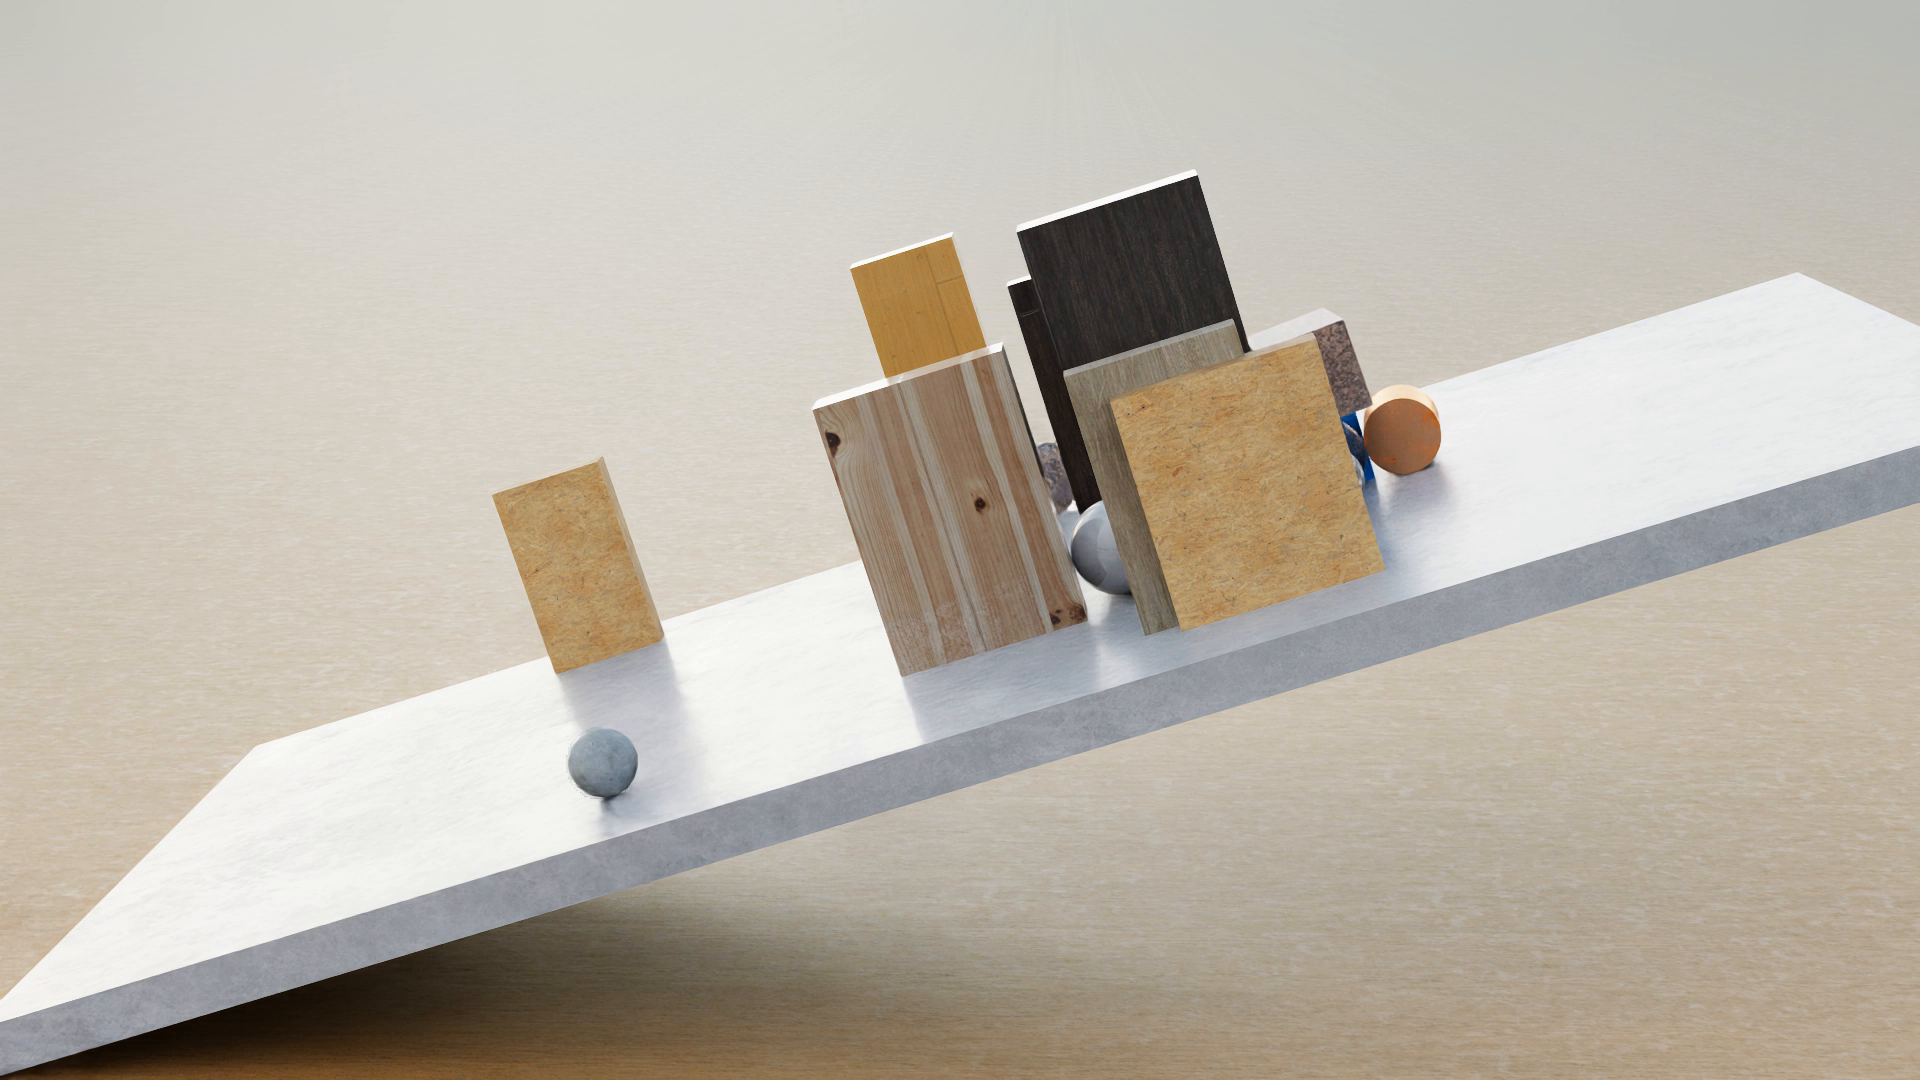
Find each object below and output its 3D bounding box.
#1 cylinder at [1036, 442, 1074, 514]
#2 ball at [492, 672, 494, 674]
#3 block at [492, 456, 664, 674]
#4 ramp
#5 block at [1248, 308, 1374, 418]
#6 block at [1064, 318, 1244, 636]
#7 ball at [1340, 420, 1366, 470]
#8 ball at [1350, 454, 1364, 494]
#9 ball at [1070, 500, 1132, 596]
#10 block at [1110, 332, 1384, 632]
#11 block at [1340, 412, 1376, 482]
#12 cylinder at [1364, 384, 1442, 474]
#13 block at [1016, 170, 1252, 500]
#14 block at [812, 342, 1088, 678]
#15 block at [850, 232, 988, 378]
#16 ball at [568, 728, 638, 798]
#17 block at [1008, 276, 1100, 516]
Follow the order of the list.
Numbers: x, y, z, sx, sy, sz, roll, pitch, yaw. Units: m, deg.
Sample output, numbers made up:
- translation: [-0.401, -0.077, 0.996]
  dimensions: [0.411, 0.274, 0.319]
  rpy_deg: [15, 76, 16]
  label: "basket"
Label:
- translation: [0.157, -0.138, 7.124]
  dimensions: [0.176, 0.176, 0.176]
  rpy_deg: [-9, 3, 41]
  label: "cylinder"
- translation: [-1.273, 0.422, 8.146]
  dimensions: [0.118, 0.118, 0.118]
  rpy_deg: [0, 11, 0]
  label: "ball"
- translation: [-0.921, 0.061, 7.111]
  dimensions: [0.269, 0.464, 0.087]
  rpy_deg: [-17, 10, 5]
  label: "block"
- translation: [0.100, 0.183, 6.311]
  dimensions: [4.000, 0.100, 2.000]
  rpy_deg: [-17, 10, 5]
  label: "ramp"
- translation: [0.729, -0.354, 6.207]
  dimensions: [0.194, 0.194, 0.194]
  rpy_deg: [-21, 13, -1]
  label: "block"
- translation: [0.434, -0.118, 5.582]
  dimensions: [0.334, 0.521, 0.084]
  rpy_deg: [-17, 10, 5]
  label: "block"
- translation: [0.770, -0.170, 6.234]
  dimensions: [0.181, 0.181, 0.181]
  rpy_deg: [0, 11, 0]
  label: "ball"
- translation: [0.761, -0.121, 6.077]
  dimensions: [0.150, 0.150, 0.150]
  rpy_deg: [0, 11, 0]
  label: "ball"
- translation: [0.324, 0.012, 5.982]
  dimensions: [0.201, 0.201, 0.201]
  rpy_deg: [0, 11, 0]
  label: "ball"
- translation: [0.539, -0.108, 5.523]
  dimensions: [0.397, 0.459, 0.081]
  rpy_deg: [-17, 10, 5]
  label: "block"
- translation: [0.779, -0.207, 6.412]
  dimensions: [0.181, 0.181, 0.181]
  rpy_deg: [-18, 10, 2]
  label: "block"
- translation: [0.951, -0.239, 6.330]
  dimensions: [0.165, 0.165, 0.165]
  rpy_deg: [2, 13, 7]
  label: "cylinder"
- translation: [0.416, -0.340, 6.100]
  dimensions: [0.384, 0.762, 0.149]
  rpy_deg: [-17, 10, 5]
  label: "block"
- translation: [-0.017, -0.060, 5.909]
  dimensions: [0.393, 0.571, 0.128]
  rpy_deg: [-17, 10, 5]
  label: "block"
- translation: [-0.020, -0.314, 6.767]
  dimensions: [0.242, 0.740, 0.101]
  rpy_deg: [-17, 10, 5]
  label: "block"
- translation: [-0.692, 0.432, 5.703]
  dimensions: [0.135, 0.135, 0.135]
  rpy_deg: [0, 11, 0]
  label: "ball"
- translation: [0.410, -0.321, 6.378]
  dimensions: [0.445, 0.631, 0.081]
  rpy_deg: [-17, 10, 5]
  label: "block"
